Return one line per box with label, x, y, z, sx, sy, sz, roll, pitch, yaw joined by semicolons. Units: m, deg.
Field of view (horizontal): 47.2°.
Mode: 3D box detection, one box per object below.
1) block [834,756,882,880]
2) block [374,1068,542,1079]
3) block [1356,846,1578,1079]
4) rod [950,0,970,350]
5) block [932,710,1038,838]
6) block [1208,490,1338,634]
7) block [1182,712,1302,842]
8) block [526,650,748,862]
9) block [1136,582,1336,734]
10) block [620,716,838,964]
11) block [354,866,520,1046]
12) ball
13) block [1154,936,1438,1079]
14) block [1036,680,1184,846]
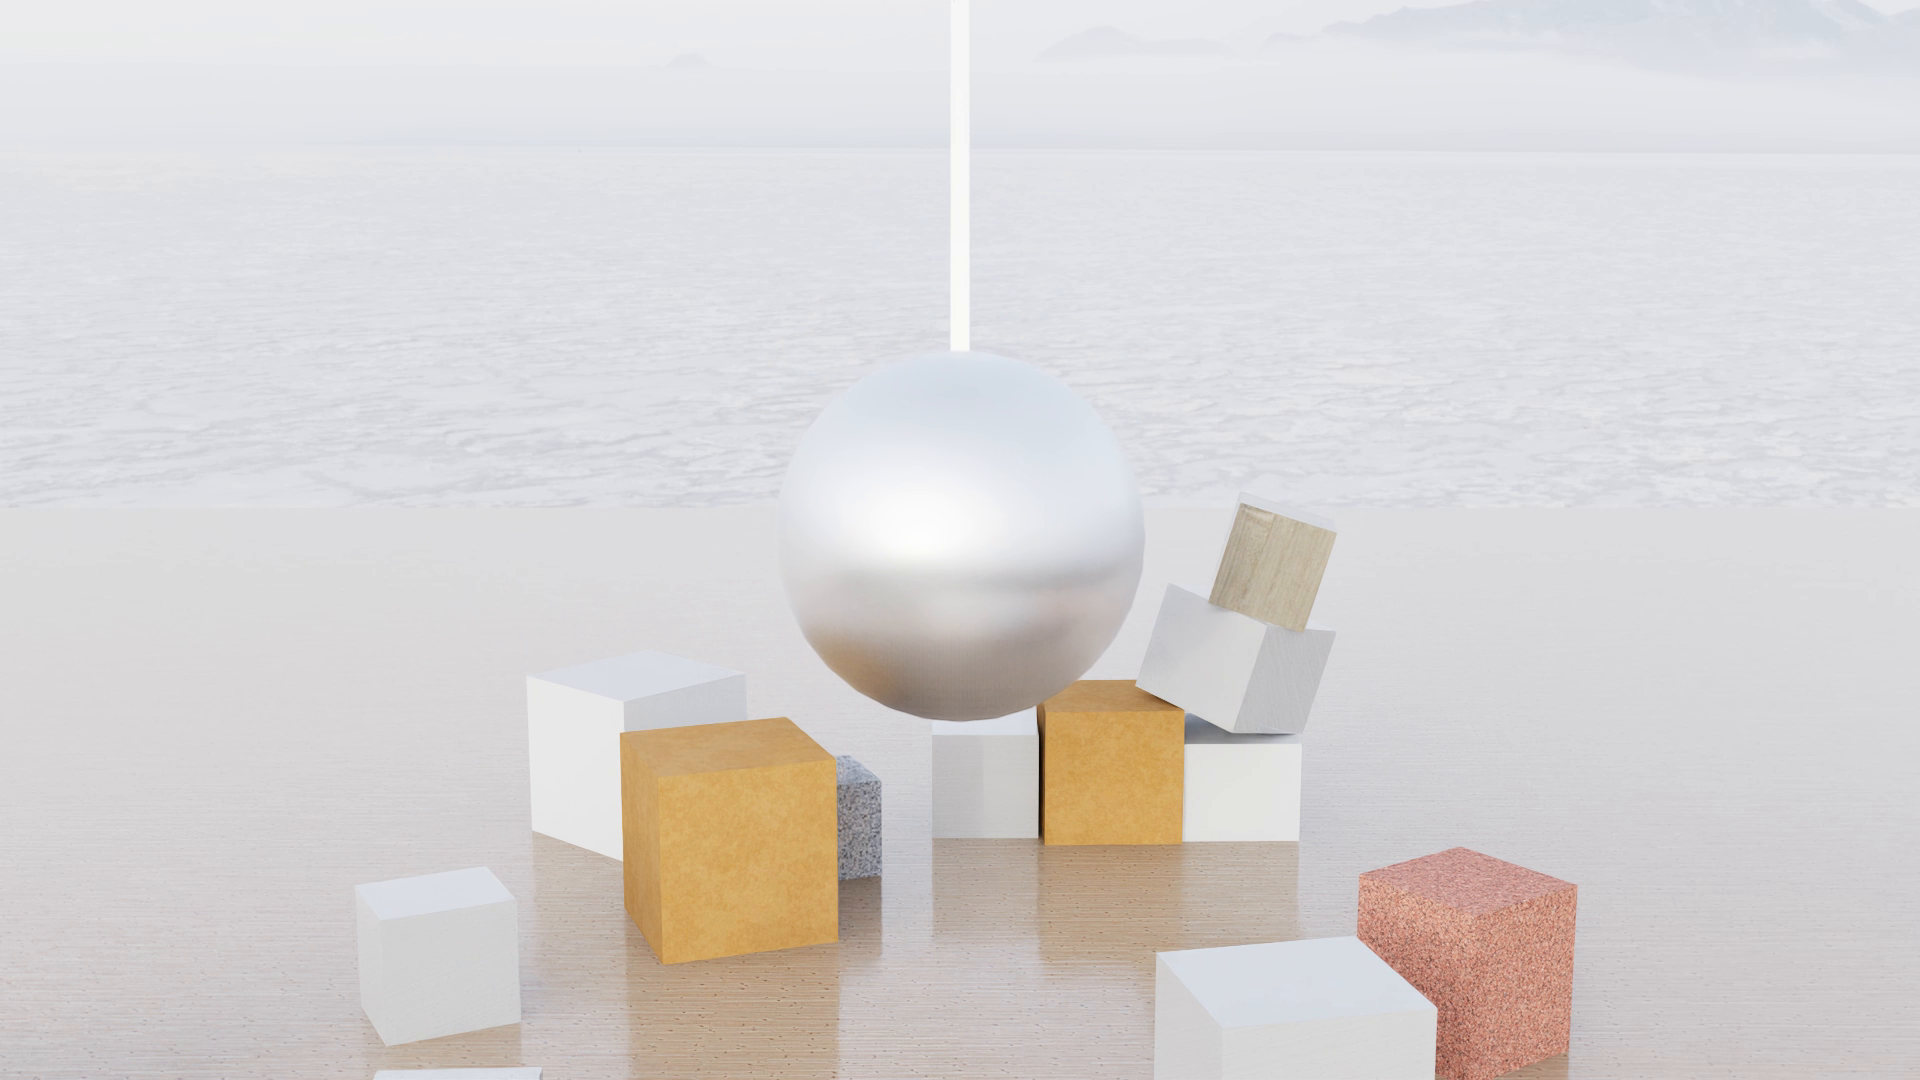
block;-0.711;1.366;10.721;0.532;0.477;0.470;-4;11;-21
block;-1.638;2.038;7.019;0.539;0.478;0.603;-1;10;-3
block;1.970;1.651;8.594;0.585;0.677;0.587;-7;13;-35
rod;0.000;-3.399;9.828;0.080;5.200;0.080;0;-6;0
block;0.128;1.207;11.408;0.540;0.544;0.506;0;10;0
block;1.568;0.104;11.075;0.493;0.524;0.531;18;9;5
block;1.418;1.223;11.418;0.598;0.509;0.618;0;10;-1
block;-1.649;1.088;11.295;0.778;0.818;0.800;9;14;42
block;1.409;0.605;11.226;0.636;0.562;0.646;25;12;40
block;-1.048;1.331;9.904;0.793;0.838;0.773;-4;11;-20
block;-2.116;1.675;8.906;0.539;0.518;0.460;-5;12;-27
ball;0.000;-0.017;9.483;1.600;1.600;1.600;0;10;0
block;1.154;1.837;7.694;0.761;0.632;0.701;-2;11;-13
block;0.764;1.139;11.368;0.696;0.692;0.660;0;10;-2
